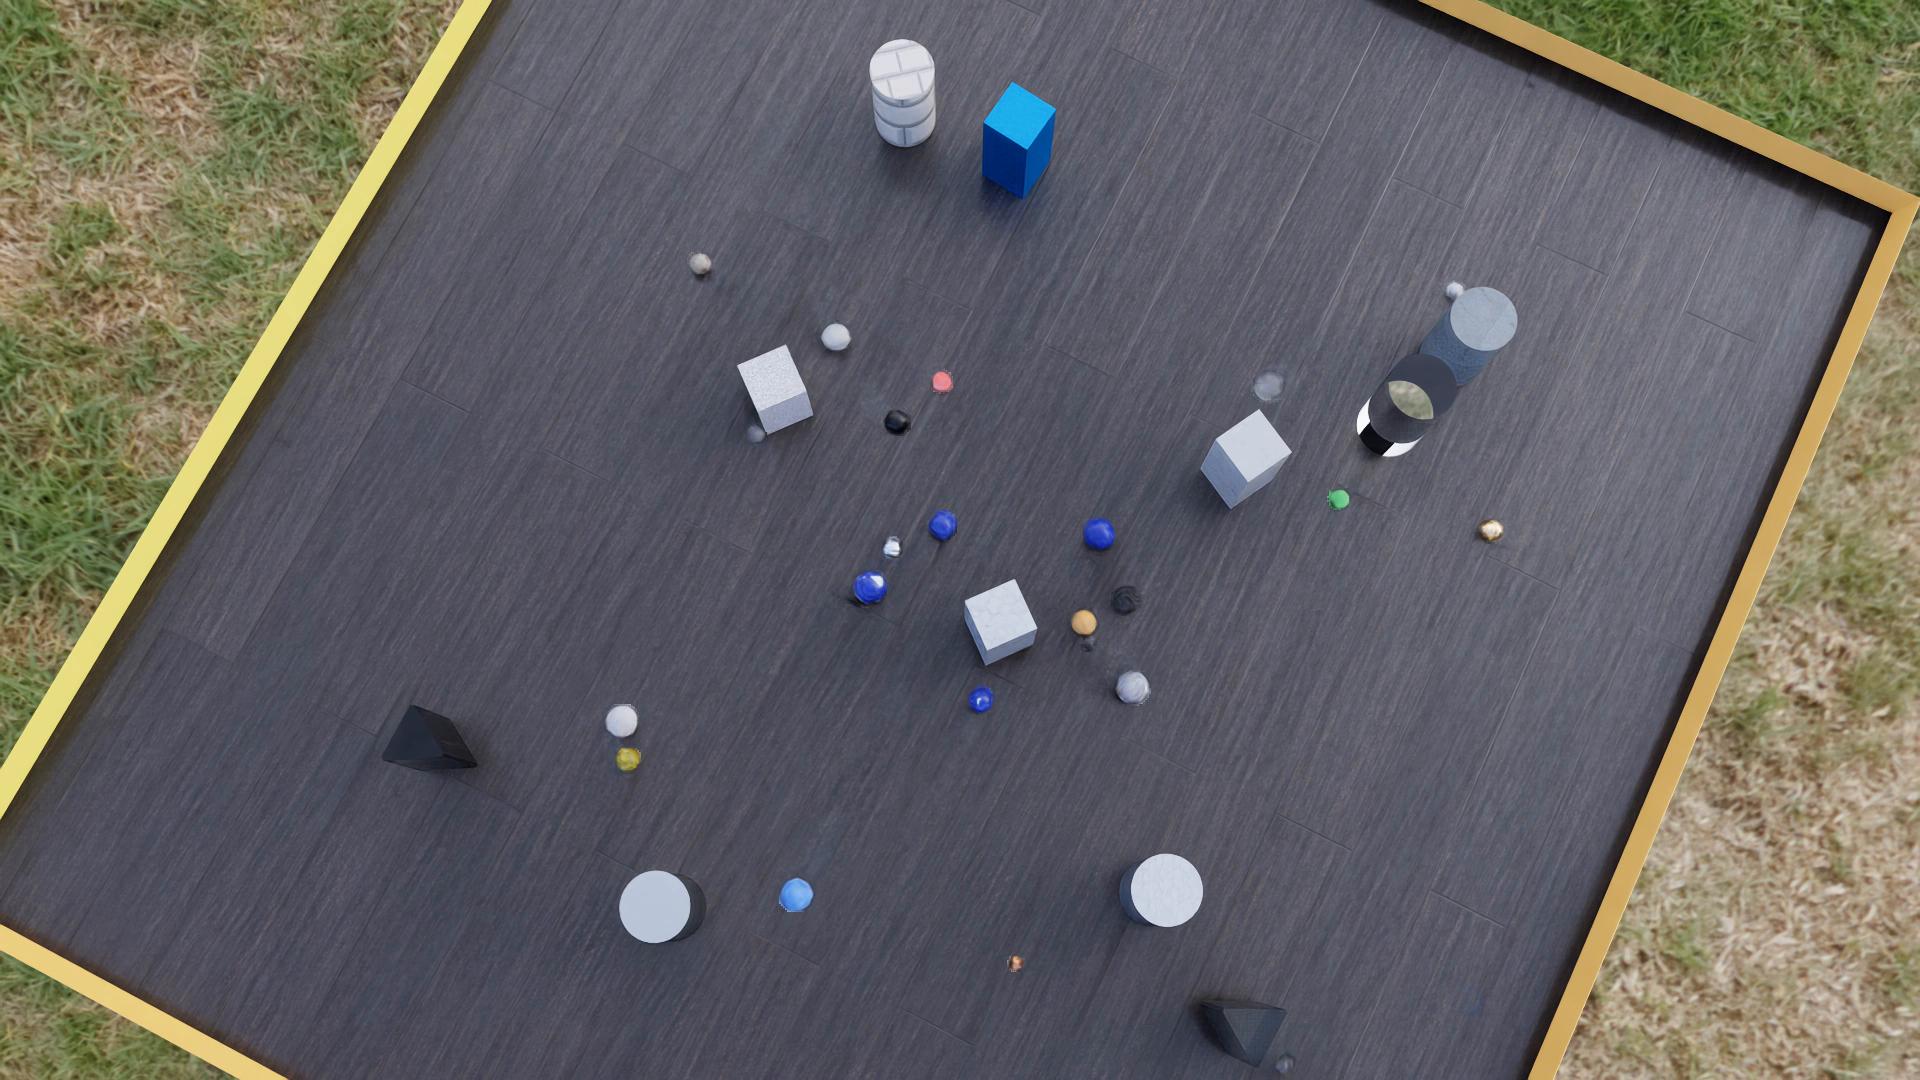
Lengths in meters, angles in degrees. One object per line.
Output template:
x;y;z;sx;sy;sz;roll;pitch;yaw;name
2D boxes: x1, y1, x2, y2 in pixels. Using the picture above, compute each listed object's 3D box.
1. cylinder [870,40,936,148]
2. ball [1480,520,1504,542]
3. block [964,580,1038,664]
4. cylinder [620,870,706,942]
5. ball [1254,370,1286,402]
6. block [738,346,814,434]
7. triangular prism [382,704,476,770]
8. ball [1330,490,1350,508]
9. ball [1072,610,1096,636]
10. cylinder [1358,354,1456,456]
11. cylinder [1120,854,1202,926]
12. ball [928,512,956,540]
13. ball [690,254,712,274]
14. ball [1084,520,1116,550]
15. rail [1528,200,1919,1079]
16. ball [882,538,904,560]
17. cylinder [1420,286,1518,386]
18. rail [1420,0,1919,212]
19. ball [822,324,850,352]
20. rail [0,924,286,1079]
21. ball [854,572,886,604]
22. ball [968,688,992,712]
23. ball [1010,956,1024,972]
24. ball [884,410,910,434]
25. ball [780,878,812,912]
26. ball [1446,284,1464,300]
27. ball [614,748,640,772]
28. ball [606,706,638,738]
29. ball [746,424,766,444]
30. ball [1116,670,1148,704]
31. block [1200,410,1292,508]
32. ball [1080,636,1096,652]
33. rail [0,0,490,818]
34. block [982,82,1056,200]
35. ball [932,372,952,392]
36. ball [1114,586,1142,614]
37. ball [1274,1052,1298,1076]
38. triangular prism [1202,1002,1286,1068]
-0.176;-1.391;5.726;0.197;0.350;0.197;0;78;0;cylinder
1.622;-0.028;5.587;0.069;0.069;0.069;0;78;0;ball
0.117;0.246;5.403;0.157;0.318;0.157;-23;79;-5;block
-0.844;1.048;5.232;0.197;0.328;0.197;0;78;0;cylinder
0.957;-0.477;5.666;0.097;0.097;0.097;0;78;0;ball
-0.559;-0.454;5.576;0.157;0.263;0.157;-24;79;-5;block
-1.532;0.571;5.307;0.170;0.374;0.148;-4;78;-1;triangular prism
1.164;-0.125;5.612;0.060;0.060;0.060;0;78;0;ball
0.374;0.249;5.526;0.076;0.076;0.076;0;78;0;ball
1.331;-0.398;5.480;0.197;0.429;0.197;0;78;0;cylinder
0.567;0.999;5.211;0.197;0.389;0.197;0;78;0;cylinder
-0.054;-0.043;5.584;0.082;0.082;0.082;0;78;0;ball
-0.816;-0.868;5.762;0.067;0.067;0.067;0;78;0;ball
0.424;-0.017;5.572;0.094;0.094;0.094;0;78;0;ball
1.944;0.958;5.352;0.045;0.128;4.610;26;80;5;rail
-0.204;0.027;5.580;0.061;0.061;0.061;0;78;0;ball
1.536;-0.611;5.554;0.197;0.370;0.197;0;78;0;cylinder
1.020;-1.991;5.962;4.393;0.128;0.045;26;80;5;rail
-0.386;-0.630;5.702;0.088;0.088;0.088;0;78;0;ball
-1.020;2.005;5.135;4.393;0.128;0.045;26;80;5;rail
-0.272;0.143;5.537;0.098;0.098;0.098;0;78;0;ball
0.061;0.479;5.480;0.073;0.073;0.073;0;78;0;ball
0.166;1.235;5.340;0.042;0.042;0.042;0;78;0;ball
-0.195;-0.364;5.652;0.079;0.079;0.079;0;78;0;ball
-0.477;1.036;5.354;0.094;0.094;0.094;0;78;0;ball
1.553;-0.780;5.751;0.053;0.053;0.053;0;78;0;ball
-0.989;0.653;5.445;0.072;0.072;0.072;0;78;0;ball
-1.007;0.540;5.457;0.094;0.094;0.094;0;78;0;ball
-0.629;-0.326;5.653;0.060;0.060;0.060;0;78;0;ball
0.515;0.441;5.475;0.098;0.098;0.098;0;78;0;ball
0.851;-0.238;5.485;0.157;0.355;0.157;-34;80;-7;block
0.386;0.314;5.526;0.049;0.049;0.049;0;78;0;ball
-1.944;-0.945;5.746;0.045;0.128;4.610;26;80;5;rail
0.179;-1.231;5.675;0.157;0.385;0.157;33;80;6;block
-0.057;-0.491;5.688;0.059;0.059;0.059;0;78;0;ball
0.505;0.180;5.536;0.086;0.086;0.086;0;78;0;ball
0.938;1.507;5.273;0.063;0.063;0.063;0;78;0;ball
0.765;1.337;5.105;0.148;0.460;0.170;31;80;6;triangular prism
